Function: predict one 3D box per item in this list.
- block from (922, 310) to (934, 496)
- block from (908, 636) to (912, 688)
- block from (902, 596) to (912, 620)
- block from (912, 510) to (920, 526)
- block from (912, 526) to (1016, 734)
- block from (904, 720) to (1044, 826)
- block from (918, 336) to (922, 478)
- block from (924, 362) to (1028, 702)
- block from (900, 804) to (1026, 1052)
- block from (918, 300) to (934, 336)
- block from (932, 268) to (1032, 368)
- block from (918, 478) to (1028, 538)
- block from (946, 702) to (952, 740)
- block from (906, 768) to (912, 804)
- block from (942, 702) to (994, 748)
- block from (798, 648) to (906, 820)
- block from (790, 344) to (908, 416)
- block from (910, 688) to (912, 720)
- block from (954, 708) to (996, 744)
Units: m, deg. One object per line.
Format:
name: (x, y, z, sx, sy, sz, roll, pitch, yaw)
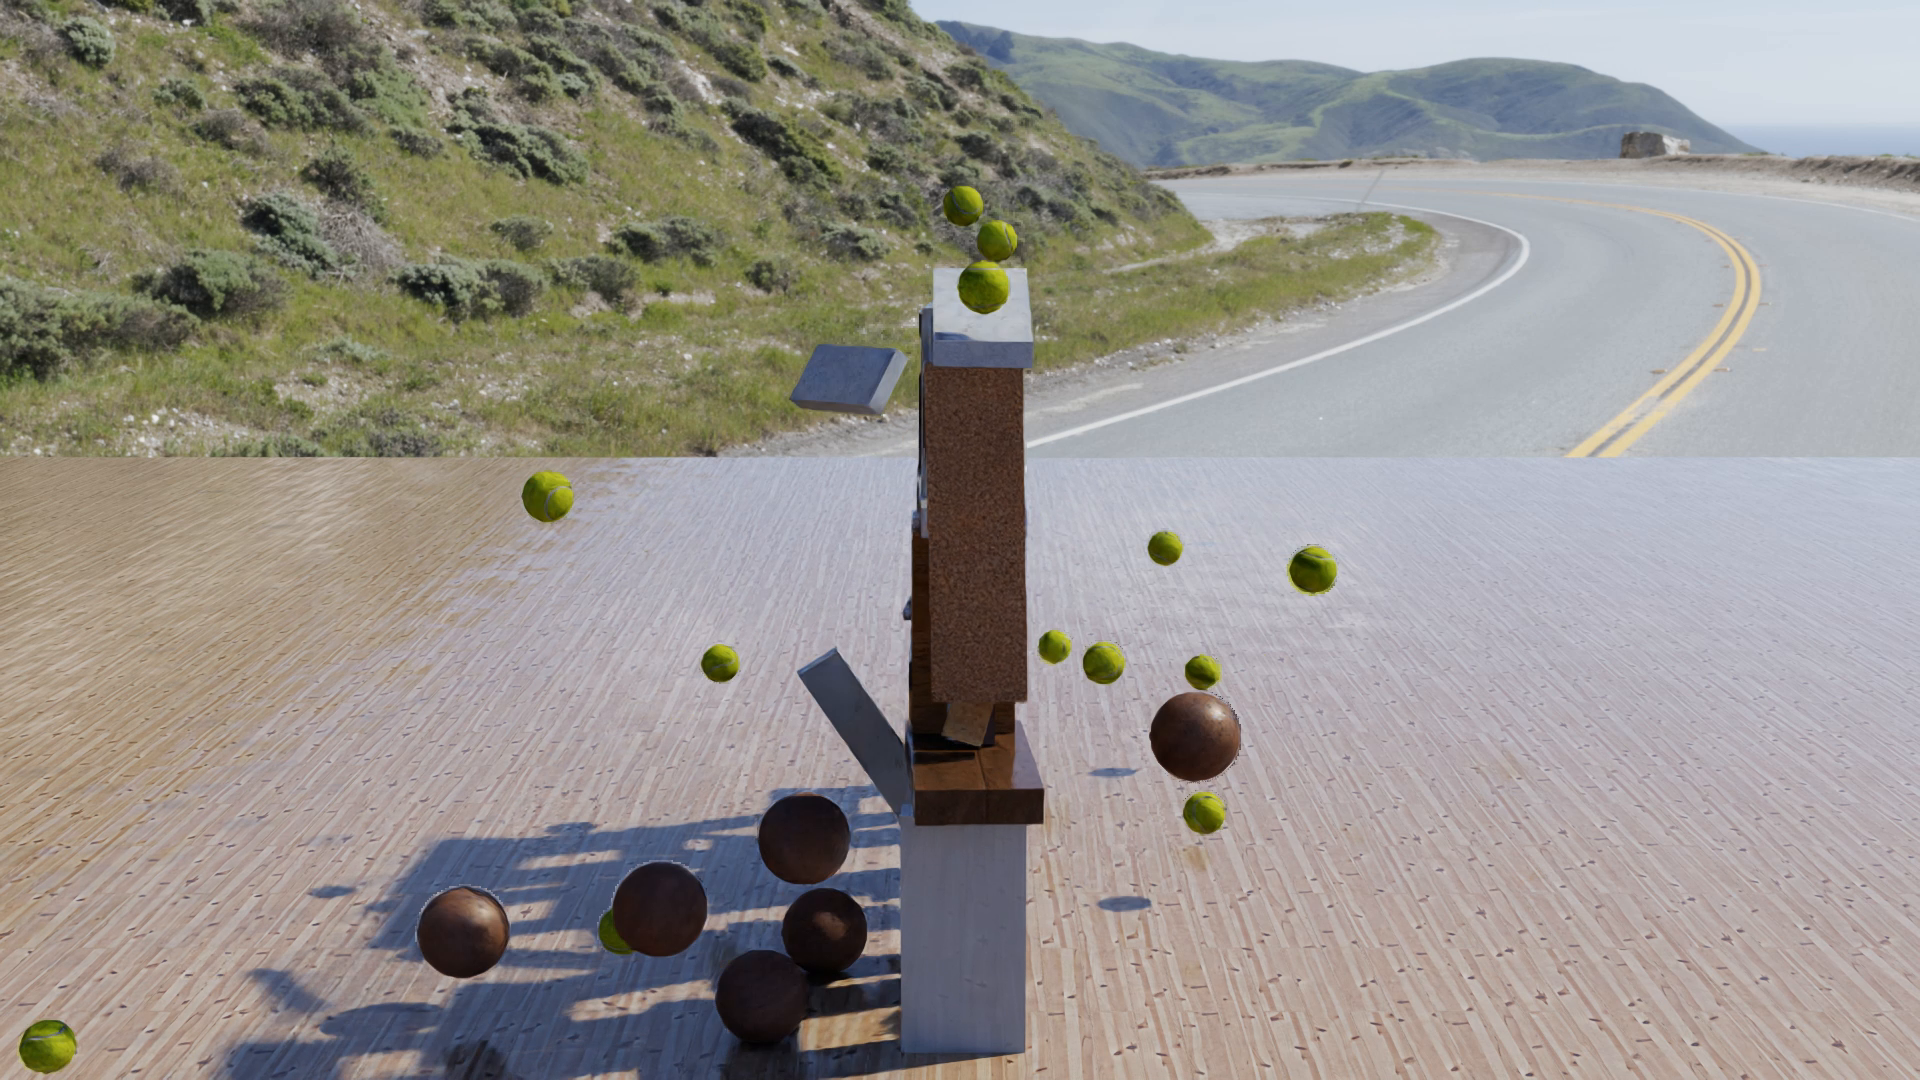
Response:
block: (0.011, -0.197, 3.151, 0.133, 0.266, 0.038, 0, 5, -2)
block: (-0.001, 0.194, 3.827, 0.168, 0.048, 0.337, 0, 11, 0)
block: (-0.056, 0.095, 3.539, 0.047, 0.013, 0.094, 2, 37, 20)
block: (0.002, 0.132, 3.357, 0.149, 0.365, 0.042, 0, 20, -1)
block: (0.005, 0.130, 3.169, 0.148, 0.297, 0.042, 0, 13, -3)
block: (0.015, 0.323, 3.088, 0.171, 0.049, 0.343, 0, 11, -4)
block: (0.003, -0.157, 3.841, 0.150, 0.401, 0.042, 2, 12, 1)
block: (0.023, -0.008, 3.024, 0.133, 0.471, 0.038, -1, 13, 2)
block: (0.005, 0.535, 3.024, 0.171, 0.343, 0.049, 0, 12, 0)
block: (0.016, -0.392, 3.890, 0.150, 0.042, 0.300, 3, 11, 4)
block: (0.029, -0.311, 3.051, 0.133, 0.038, 0.266, 1, 28, -1)
block: (0.014, -0.049, 3.206, 0.149, 0.042, 0.297, 0, 10, -2)
block: (0.011, 0.227, 3.144, 0.058, 0.117, 0.017, 0, -5, -3)
block: (0.006, 0.493, 3.242, 0.171, 0.343, 0.049, 0, 14, -1)
block: (0.018, 0.229, 3.108, 0.058, 0.117, 0.017, 17, -5, 0)
block: (-0.139, 0.338, 3.623, 0.075, 0.364, 0.021, -32, 22, 1)
block: (-0.170, -0.245, 3.346, 0.199, 0.099, 0.028, 9, -22, 49)
block: (-0.001, 0.403, 3.752, 0.168, 0.337, 0.048, 0, 11, 0)
block: (0.020, 0.231, 3.126, 0.059, 0.117, 0.017, 0, -6, -2)
